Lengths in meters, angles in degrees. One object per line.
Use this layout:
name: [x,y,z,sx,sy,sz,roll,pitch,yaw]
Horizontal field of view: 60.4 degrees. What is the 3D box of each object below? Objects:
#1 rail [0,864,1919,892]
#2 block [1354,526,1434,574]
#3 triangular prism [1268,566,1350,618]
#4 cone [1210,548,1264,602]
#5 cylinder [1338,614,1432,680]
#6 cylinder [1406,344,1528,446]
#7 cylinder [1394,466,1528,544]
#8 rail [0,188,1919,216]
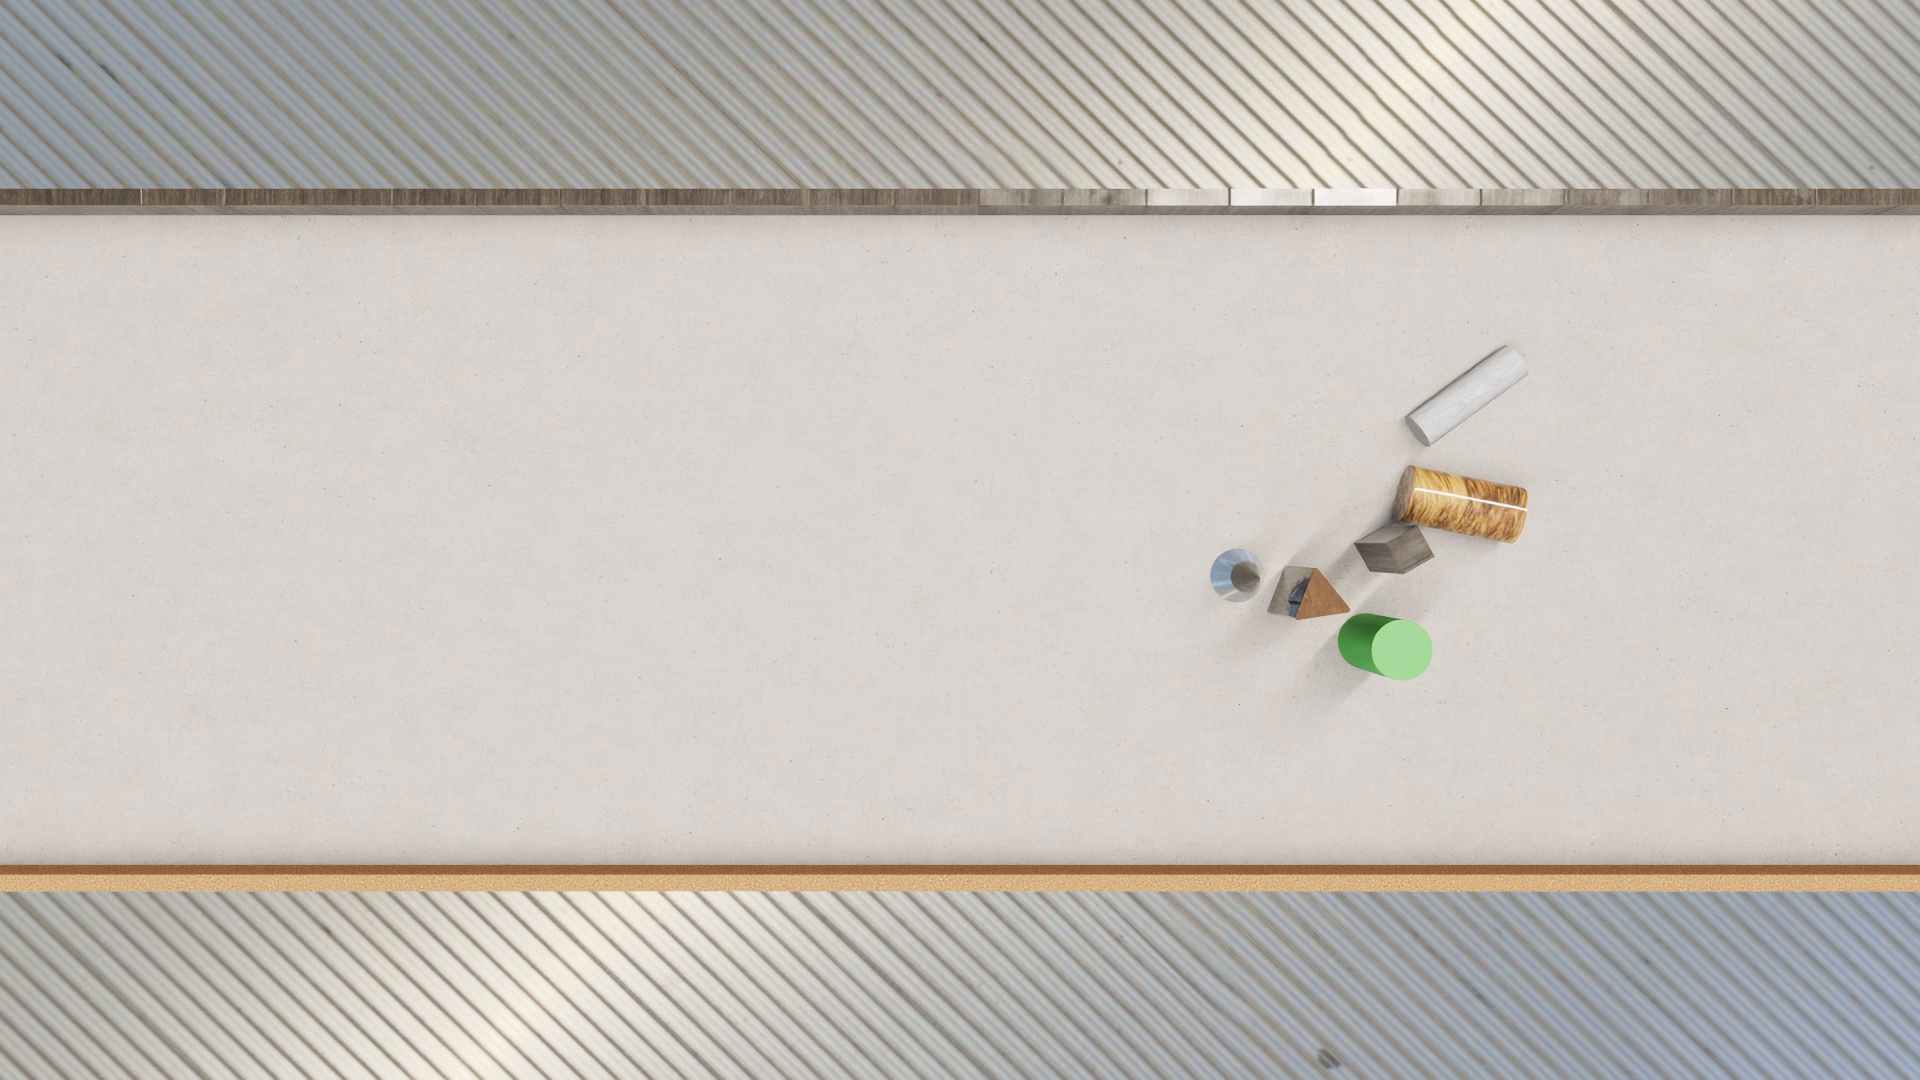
rail: [-2.247,1.025,5.001,12.000,0.150,0.050,0,90,0]
block: [1.281,0.028,4.884,0.103,0.386,0.103,-29,90,0]
triangular prism: [1.014,0.145,4.863,0.155,0.428,0.134,-9,90,0]
cone: [0.854,0.109,4.883,0.166,0.388,0.166,0,90,0]
cylinder: [1.249,0.311,4.868,0.173,0.418,0.173,0,90,0]
cylinder: [1.542,-0.438,5.019,0.369,0.115,0.115,-36,90,0]
cylinder: [1.513,-0.107,4.989,0.348,0.175,0.175,11,90,0]
rail: [-2.247,-1.025,5.002,12.000,0.150,0.050,0,90,0]
